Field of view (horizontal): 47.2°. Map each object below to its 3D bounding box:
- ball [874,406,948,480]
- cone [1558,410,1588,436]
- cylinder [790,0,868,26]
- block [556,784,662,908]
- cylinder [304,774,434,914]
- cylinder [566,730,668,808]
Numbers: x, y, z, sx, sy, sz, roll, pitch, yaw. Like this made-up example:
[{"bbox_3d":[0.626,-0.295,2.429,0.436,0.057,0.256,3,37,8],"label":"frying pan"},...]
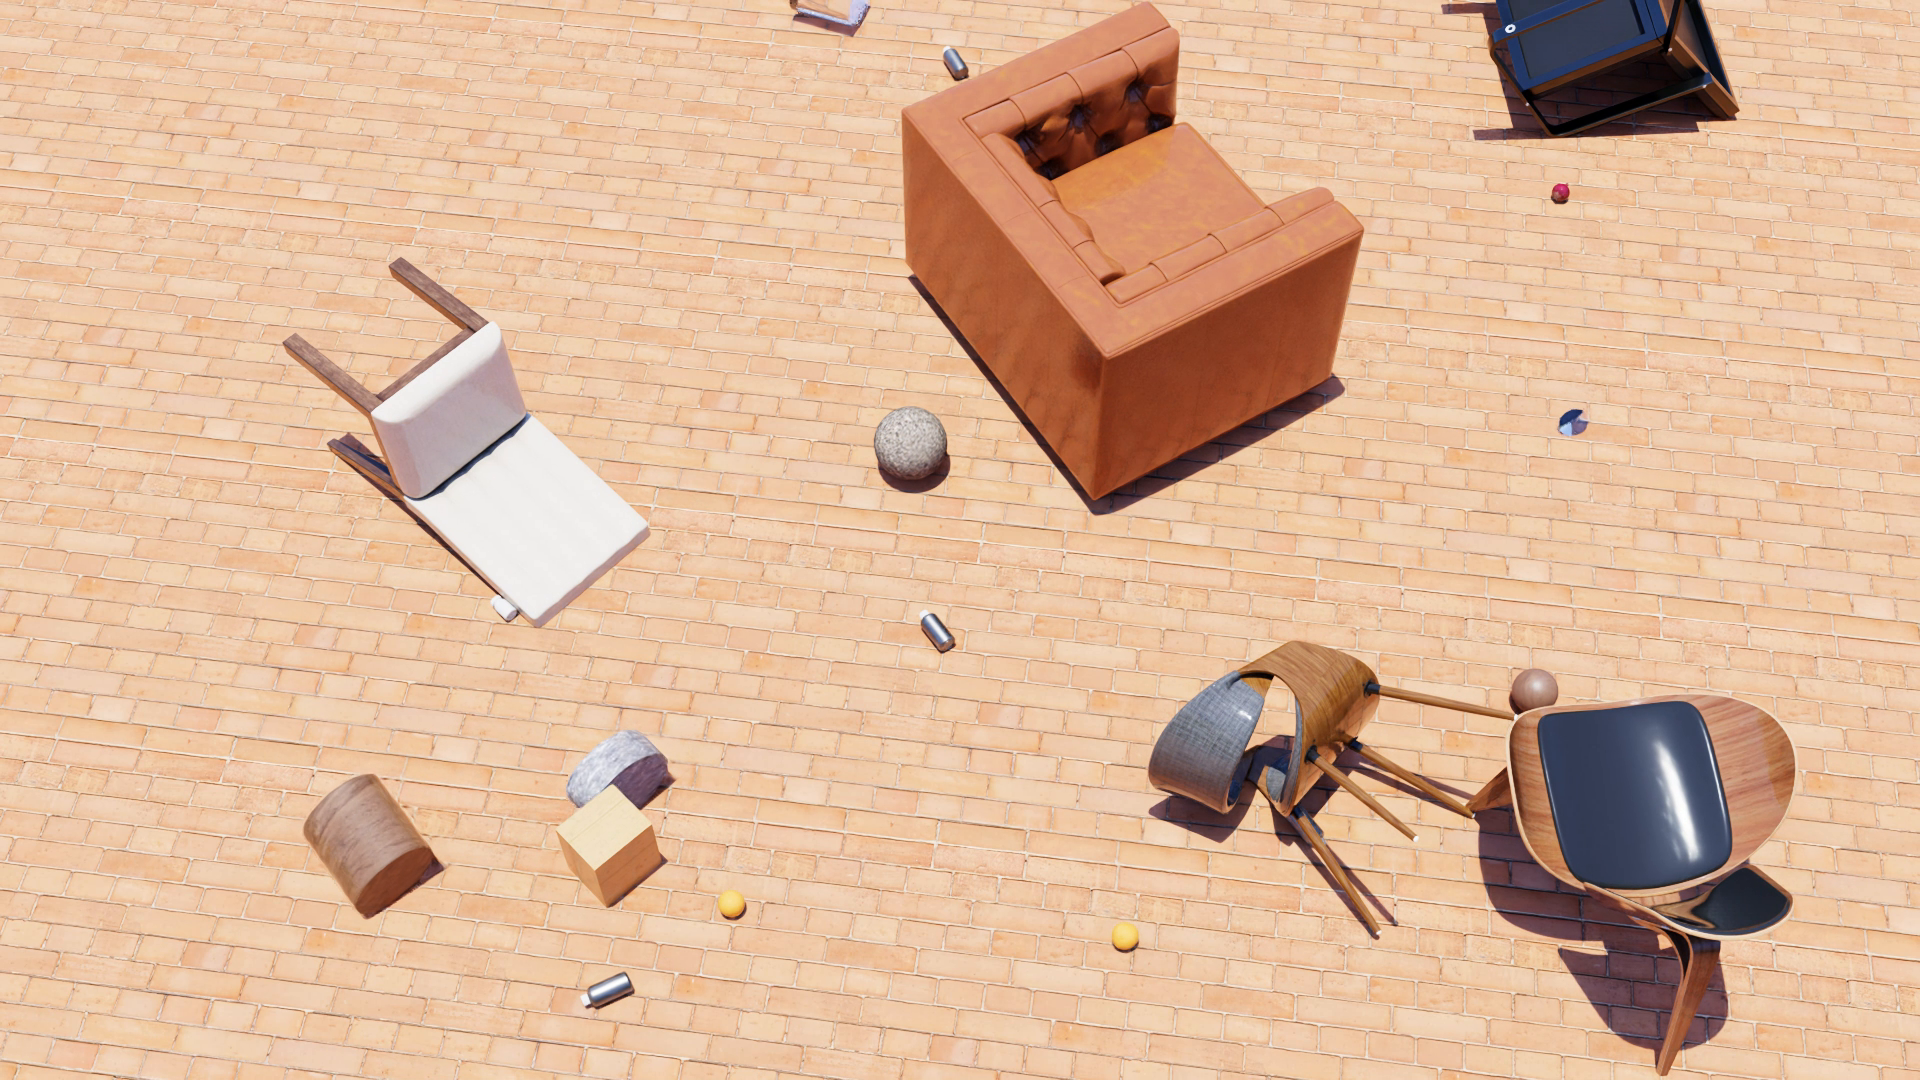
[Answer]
[{"bbox_3d":[-0.149,-0.292,6.635,0.223,0.223,0.223,0,56,0],"label":"ball"},{"bbox_3d":[1.891,-0.366,6.802,0.096,0.040,0.082,-21,101,-2],"label":"cone"},{"bbox_3d":[-0.463,-1.926,7.761,0.230,0.178,0.169,18,87,12],"label":"cylinder"},{"bbox_3d":[-0.938,0.819,5.882,0.193,0.236,0.165,-39,64,-23],"label":"block"},{"bbox_3d":[-1.592,0.814,5.912,0.252,0.180,0.282,-44,64,0],"label":"cylinder"},{"bbox_3d":[-0.933,0.647,5.992,0.106,0.243,0.268,40,45,23],"label":"cylinder"}]
